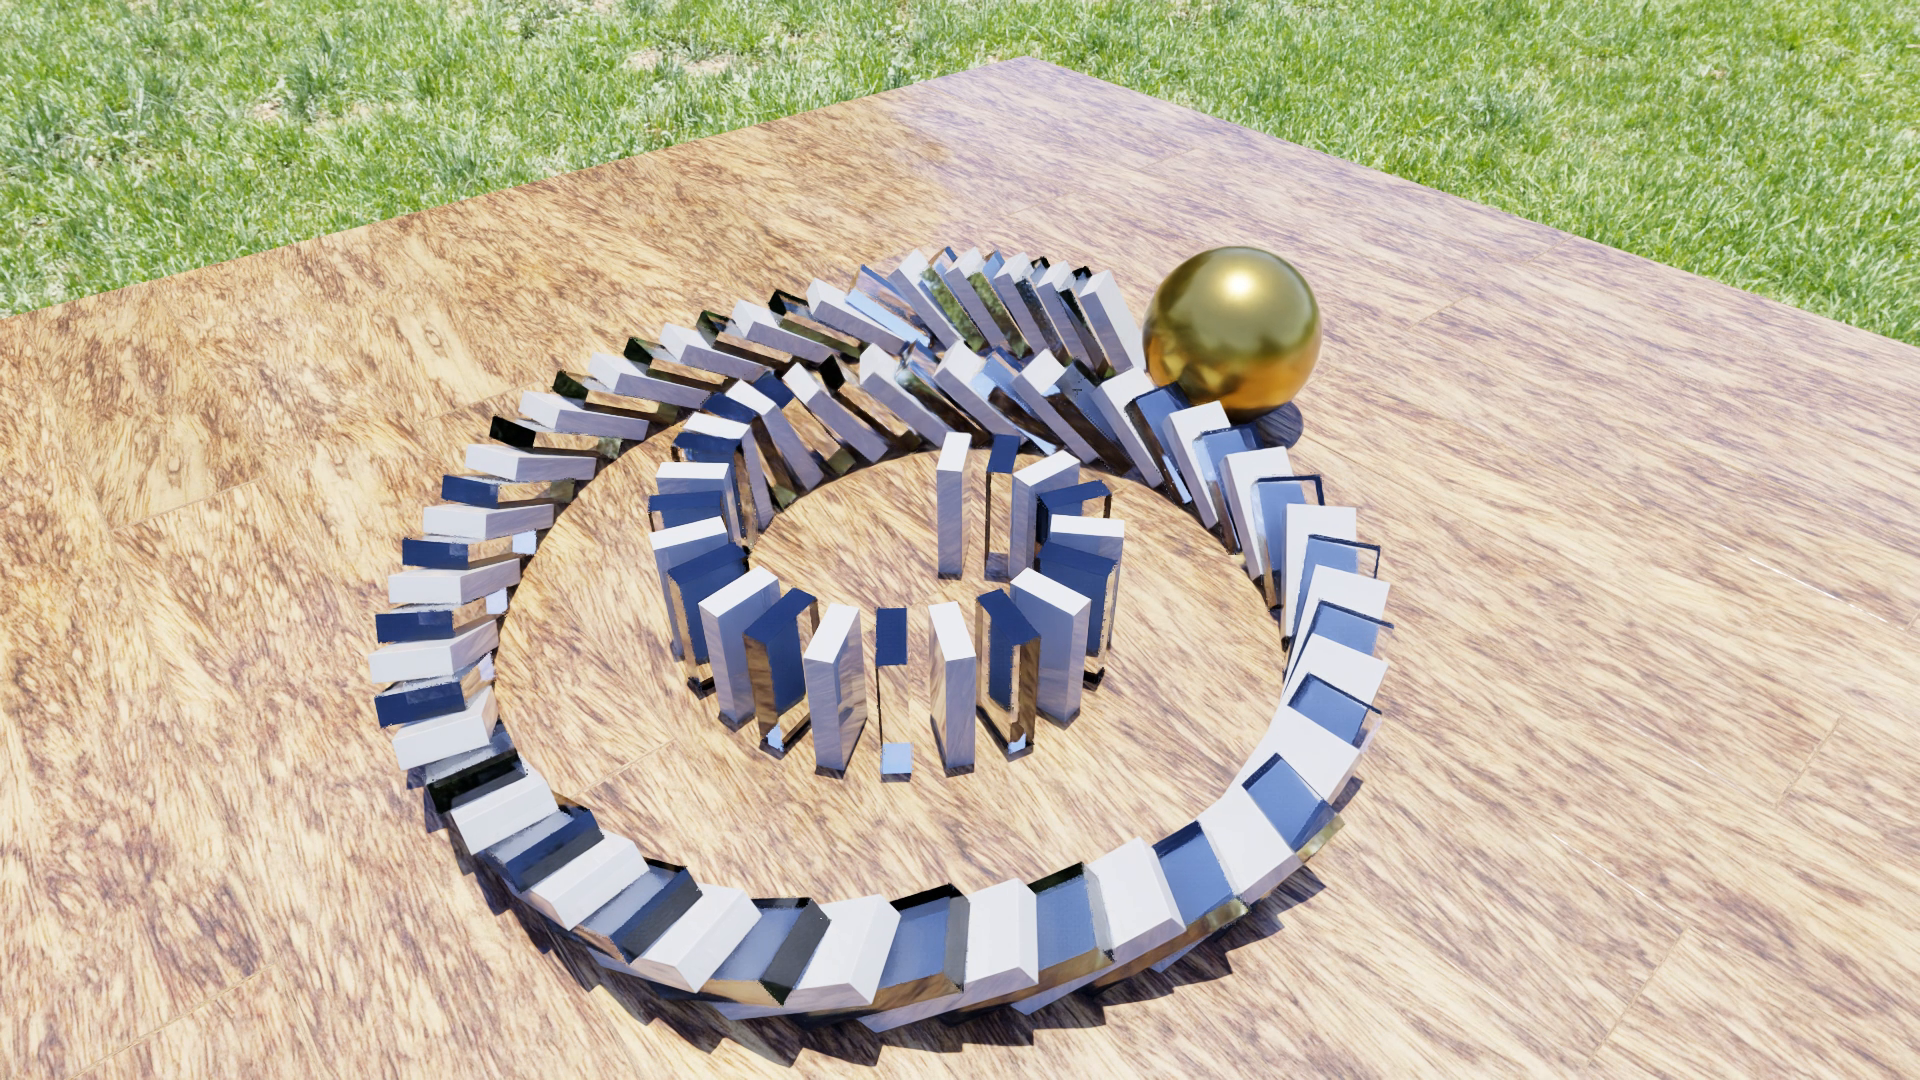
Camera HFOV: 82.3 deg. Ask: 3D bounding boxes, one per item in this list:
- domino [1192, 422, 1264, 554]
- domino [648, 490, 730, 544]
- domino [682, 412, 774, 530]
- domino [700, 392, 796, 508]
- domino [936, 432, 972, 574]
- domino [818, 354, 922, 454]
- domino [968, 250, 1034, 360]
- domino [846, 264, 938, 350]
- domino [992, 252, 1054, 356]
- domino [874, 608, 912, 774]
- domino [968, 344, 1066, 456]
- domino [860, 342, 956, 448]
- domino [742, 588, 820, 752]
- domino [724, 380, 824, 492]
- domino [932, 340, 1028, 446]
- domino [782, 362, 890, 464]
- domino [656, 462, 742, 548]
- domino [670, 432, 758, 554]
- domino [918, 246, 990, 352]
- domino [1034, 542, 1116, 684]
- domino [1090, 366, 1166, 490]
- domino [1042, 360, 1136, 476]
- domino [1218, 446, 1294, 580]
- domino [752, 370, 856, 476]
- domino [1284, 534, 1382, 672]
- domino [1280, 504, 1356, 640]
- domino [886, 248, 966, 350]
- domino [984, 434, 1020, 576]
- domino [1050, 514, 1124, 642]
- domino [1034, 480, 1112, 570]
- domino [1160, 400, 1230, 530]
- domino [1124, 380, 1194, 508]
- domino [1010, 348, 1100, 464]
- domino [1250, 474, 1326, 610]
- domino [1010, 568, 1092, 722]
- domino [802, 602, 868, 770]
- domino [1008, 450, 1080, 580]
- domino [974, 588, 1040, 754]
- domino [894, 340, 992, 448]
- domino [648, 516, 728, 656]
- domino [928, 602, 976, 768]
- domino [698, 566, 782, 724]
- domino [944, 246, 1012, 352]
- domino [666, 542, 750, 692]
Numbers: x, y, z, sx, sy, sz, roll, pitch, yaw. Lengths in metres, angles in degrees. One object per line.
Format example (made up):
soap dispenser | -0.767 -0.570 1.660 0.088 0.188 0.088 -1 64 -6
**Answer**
domino | 0.116 -0.022 0.449 0.025 0.009 0.050 -11 74 -14
domino | -0.097 0.005 0.405 0.025 0.050 0.010 -5 40 -6
domino | -0.093 -0.027 0.444 0.025 0.050 0.010 14 51 17
domino | -0.087 -0.036 0.455 0.025 0.050 0.010 27 63 29
domino | -0.002 -0.014 0.429 0.009 0.050 0.025 5 40 7
domino | -0.040 -0.060 0.490 0.009 0.050 0.025 -43 41 13
domino | 0.025 -0.120 0.561 0.010 0.050 0.025 -20 26 36
domino | -0.034 -0.119 0.567 0.050 0.010 0.025 31 35 -19
domino | 0.037 -0.117 0.557 0.010 0.050 0.025 -16 28 34
domino | -0.021 0.049 0.352 0.009 0.050 0.025 -1 39 -2
domino | 0.029 -0.063 0.498 0.050 0.010 0.025 41 42 -11
domino | -0.024 -0.065 0.497 0.010 0.050 0.025 -39 32 24
domino | -0.056 0.043 0.359 0.009 0.050 0.025 22 44 24
domino | -0.078 -0.044 0.465 0.025 0.050 0.010 34 74 35
domino | 0.012 -0.066 0.500 0.050 0.010 0.025 40 39 -15
domino | -0.054 -0.055 0.482 0.009 0.050 0.025 -45 47 5
domino | -0.098 -0.006 0.419 0.025 0.050 0.009 1 39 2
domino | -0.096 -0.018 0.433 0.025 0.050 0.010 8 41 9
domino | 0.001 -0.124 0.566 0.009 0.050 0.025 -23 25 36
domino | 0.038 0.026 0.380 0.025 0.050 0.009 16 42 19
domino | 0.082 -0.050 0.483 0.025 0.009 0.050 -28 81 -30
domino | 0.062 -0.055 0.488 0.050 0.009 0.025 45 47 -4
domino | 0.122 -0.011 0.436 0.025 0.010 0.050 -9 74 -10
domino | -0.067 -0.050 0.474 0.009 0.050 0.025 -45 51 -3
domino | 0.133 0.025 0.392 0.025 0.010 0.050 11 75 12
domino | 0.133 0.013 0.407 0.025 0.009 0.050 4 74 5
domino | -0.014 -0.124 0.568 0.010 0.050 0.025 -30 20 38
domino | 0.016 -0.013 0.427 0.009 0.050 0.025 6 40 8
domino | 0.044 0.014 0.394 0.025 0.050 0.009 5 40 6
domino | 0.041 0.003 0.408 0.025 0.050 0.009 -14 41 -16
domino | 0.106 -0.032 0.461 0.025 0.010 0.050 -16 76 -19
domino | 0.094 -0.042 0.473 0.025 0.009 0.050 -23 79 -26
domino | 0.048 -0.060 0.495 0.050 0.009 0.025 45 47 -4
domino | 0.128 0.001 0.422 0.025 0.010 0.050 -3 74 -4
domino | 0.029 0.036 0.368 0.025 0.050 0.009 27 46 29
domino | -0.039 0.048 0.353 0.009 0.050 0.025 9 40 11
domino | 0.032 -0.007 0.420 0.025 0.050 0.010 -27 46 -29
domino | 0.015 0.043 0.359 0.010 0.050 0.025 -18 43 -21
domino | -0.006 -0.066 0.500 0.050 0.010 0.025 38 35 -21
domino | -0.093 0.017 0.391 0.025 0.050 0.009 -15 42 -17
domino | -0.003 0.047 0.354 0.010 0.050 0.025 -9 40 -10
domino | -0.071 0.036 0.368 0.010 0.050 0.025 30 48 31
domino | 0.014 -0.122 0.564 0.009 0.050 0.025 -20 26 36
domino | -0.083 0.027 0.379 0.025 0.050 0.009 -26 46 -28
